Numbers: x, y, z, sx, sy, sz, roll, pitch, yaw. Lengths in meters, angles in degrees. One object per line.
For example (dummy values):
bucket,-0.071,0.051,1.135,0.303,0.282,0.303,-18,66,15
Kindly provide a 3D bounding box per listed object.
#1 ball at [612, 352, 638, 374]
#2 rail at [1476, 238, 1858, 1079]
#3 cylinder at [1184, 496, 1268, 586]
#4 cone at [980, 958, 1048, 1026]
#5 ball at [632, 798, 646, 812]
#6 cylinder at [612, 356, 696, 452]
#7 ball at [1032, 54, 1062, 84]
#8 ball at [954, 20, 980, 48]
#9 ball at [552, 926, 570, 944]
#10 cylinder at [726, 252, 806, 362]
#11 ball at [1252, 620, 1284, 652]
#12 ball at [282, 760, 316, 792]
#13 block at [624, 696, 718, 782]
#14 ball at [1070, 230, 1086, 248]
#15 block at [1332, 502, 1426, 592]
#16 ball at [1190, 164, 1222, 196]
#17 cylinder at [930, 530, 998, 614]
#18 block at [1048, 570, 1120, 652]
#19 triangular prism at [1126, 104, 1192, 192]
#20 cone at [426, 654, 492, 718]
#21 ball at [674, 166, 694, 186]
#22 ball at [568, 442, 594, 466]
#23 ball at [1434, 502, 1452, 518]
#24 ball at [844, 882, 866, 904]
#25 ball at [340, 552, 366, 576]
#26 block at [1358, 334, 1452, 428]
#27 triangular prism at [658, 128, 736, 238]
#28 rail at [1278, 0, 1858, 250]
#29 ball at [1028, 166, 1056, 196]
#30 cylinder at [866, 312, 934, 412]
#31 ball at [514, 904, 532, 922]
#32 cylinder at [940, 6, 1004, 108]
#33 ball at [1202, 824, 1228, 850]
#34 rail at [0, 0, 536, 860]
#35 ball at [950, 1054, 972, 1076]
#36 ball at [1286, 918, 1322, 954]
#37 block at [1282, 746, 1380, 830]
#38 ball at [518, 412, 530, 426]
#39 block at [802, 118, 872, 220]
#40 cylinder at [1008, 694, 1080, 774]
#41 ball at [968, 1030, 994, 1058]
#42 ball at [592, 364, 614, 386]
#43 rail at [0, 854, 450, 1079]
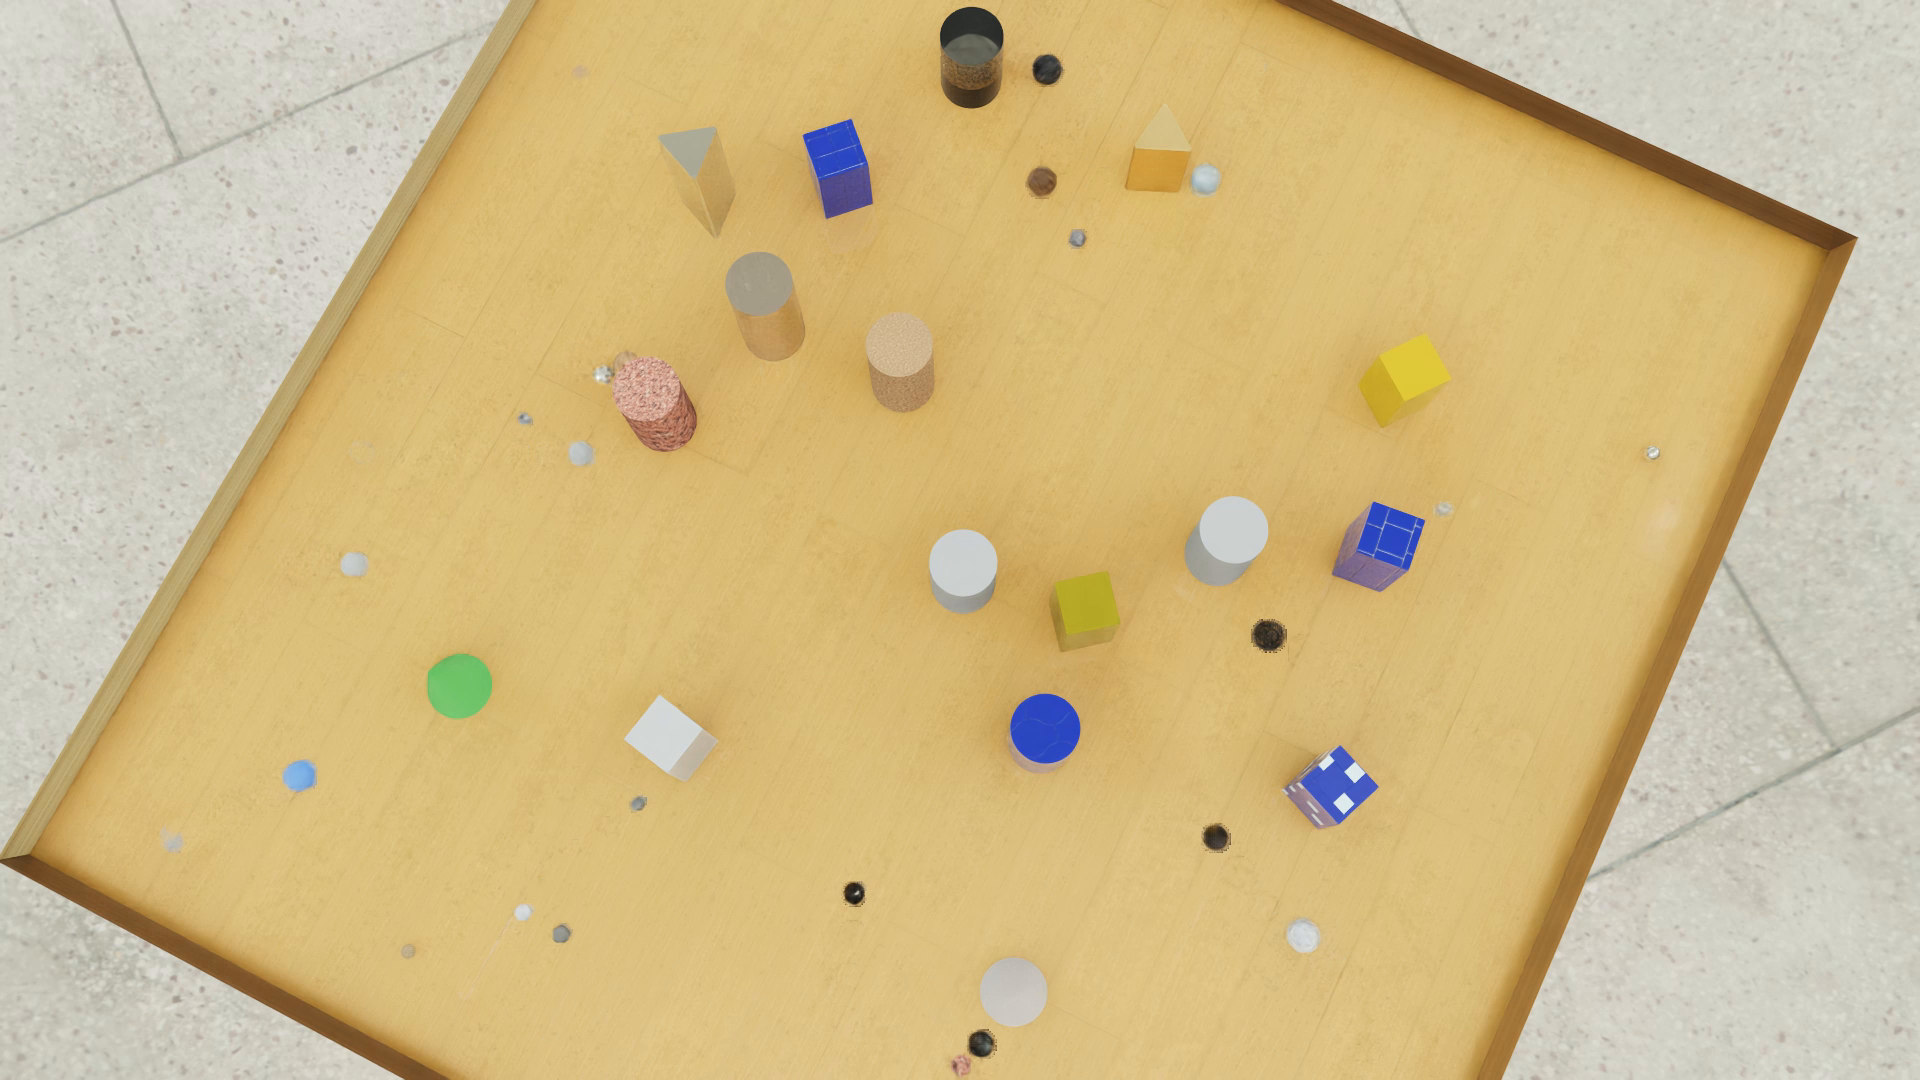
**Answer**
ball,-1.032,-0.541,5.684,0.088,0.088,0.088,0,78,0
rail,1.827,0.901,5.364,0.045,0.128,4.196,26,80,5
cylinder,0.785,0.008,5.428,0.197,0.366,0.197,0,78,0
cone,0.157,1.285,5.186,0.197,0.322,0.197,0,78,0
ball,-0.953,0.784,5.433,0.041,0.041,0.041,0,78,0
cylinder,-0.915,-0.405,5.519,0.197,0.356,0.197,0,78,0
ball,0.279,-1.510,5.879,0.098,0.098,0.098,0,78,0
ball,0.021,-1.634,5.910,0.087,0.087,0.087,0,78,0
ball,-1.165,1.152,5.352,0.052,0.052,0.052,0,78,0
cylinder,-0.584,-0.700,5.536,0.197,0.442,0.197,0,78,0
ball,0.928,0.287,5.509,0.094,0.094,0.094,0,78,0
ball,-1.956,0.699,5.425,0.092,0.092,0.092,0,78,0
block,-0.832,0.580,5.316,0.158,0.353,0.158,37,81,7
ball,0.372,-0.951,5.786,0.054,0.054,0.054,0,78,0
block,1.235,0.024,5.428,0.158,0.360,0.158,20,79,4
ball,0.778,-1.142,5.803,0.099,0.099,0.099,0,78,0
cylinder,0.010,0.097,5.440,0.197,0.307,0.197,0,78,0
block,0.364,0.214,5.398,0.158,0.342,0.158,-12,79,-3
triangular prism,0.618,-1.221,5.704,0.171,0.323,0.148,4,78,1
cone,-1.509,0.406,5.360,0.197,0.338,0.197,0,78,0
ball,-0.877,-1.155,5.825,0.061,0.061,0.061,0,78,0
ball,-1.165,-0.265,5.633,0.076,0.076,0.076,0,78,0
ball,1.479,-0.091,5.609,0.052,0.052,0.052,0,78,0
ball,-0.309,1.035,5.369,0.065,0.065,0.065,0,78,0
ball,-1.841,0.074,5.562,0.076,0.076,0.076,0,78,0
block,1.345,-0.480,5.561,0.158,0.303,0.158,-26,79,-5
triangular prism,-0.772,-1.114,5.600,0.148,0.485,0.171,-40,81,-8
rail,0.928,-1.810,5.925,4.132,0.128,0.045,26,80,5
ball,0.260,-1.136,5.804,0.094,0.094,0.094,0,78,0
cylinder,-0.177,-0.531,5.532,0.197,0.382,0.197,0,78,0
ball,-1.278,1.092,5.365,0.051,0.051,0.051,0,78,0
cylinder,0.036,-1.517,5.776,0.197,0.302,0.197,0,78,0
ball,0.752,0.877,5.397,0.075,0.075,0.075,0,78,0
rail,-1.827,-0.888,5.734,0.045,0.128,4.196,26,80,5
ball,0.004,1.512,5.273,0.060,0.060,0.060,0,78,0
ball,1.000,1.151,5.328,0.099,0.099,0.099,0,78,0
block,1.070,0.720,5.312,0.158,0.305,0.158,-41,81,-8
ball,-1.350,-0.374,5.673,0.040,0.040,0.040,0,78,0
block,-0.378,-1.150,5.696,0.158,0.310,0.158,-19,79,-4
cylinder,0.240,0.565,5.318,0.197,0.356,0.197,0,78,0
ball,0.061,1.452,5.277,0.076,0.076,0.076,0,78,0
ball,-1.107,-0.512,5.690,0.065,0.065,0.065,0,78,0
rail,-0.928,1.823,5.173,4.132,0.128,0.045,26,80,5
